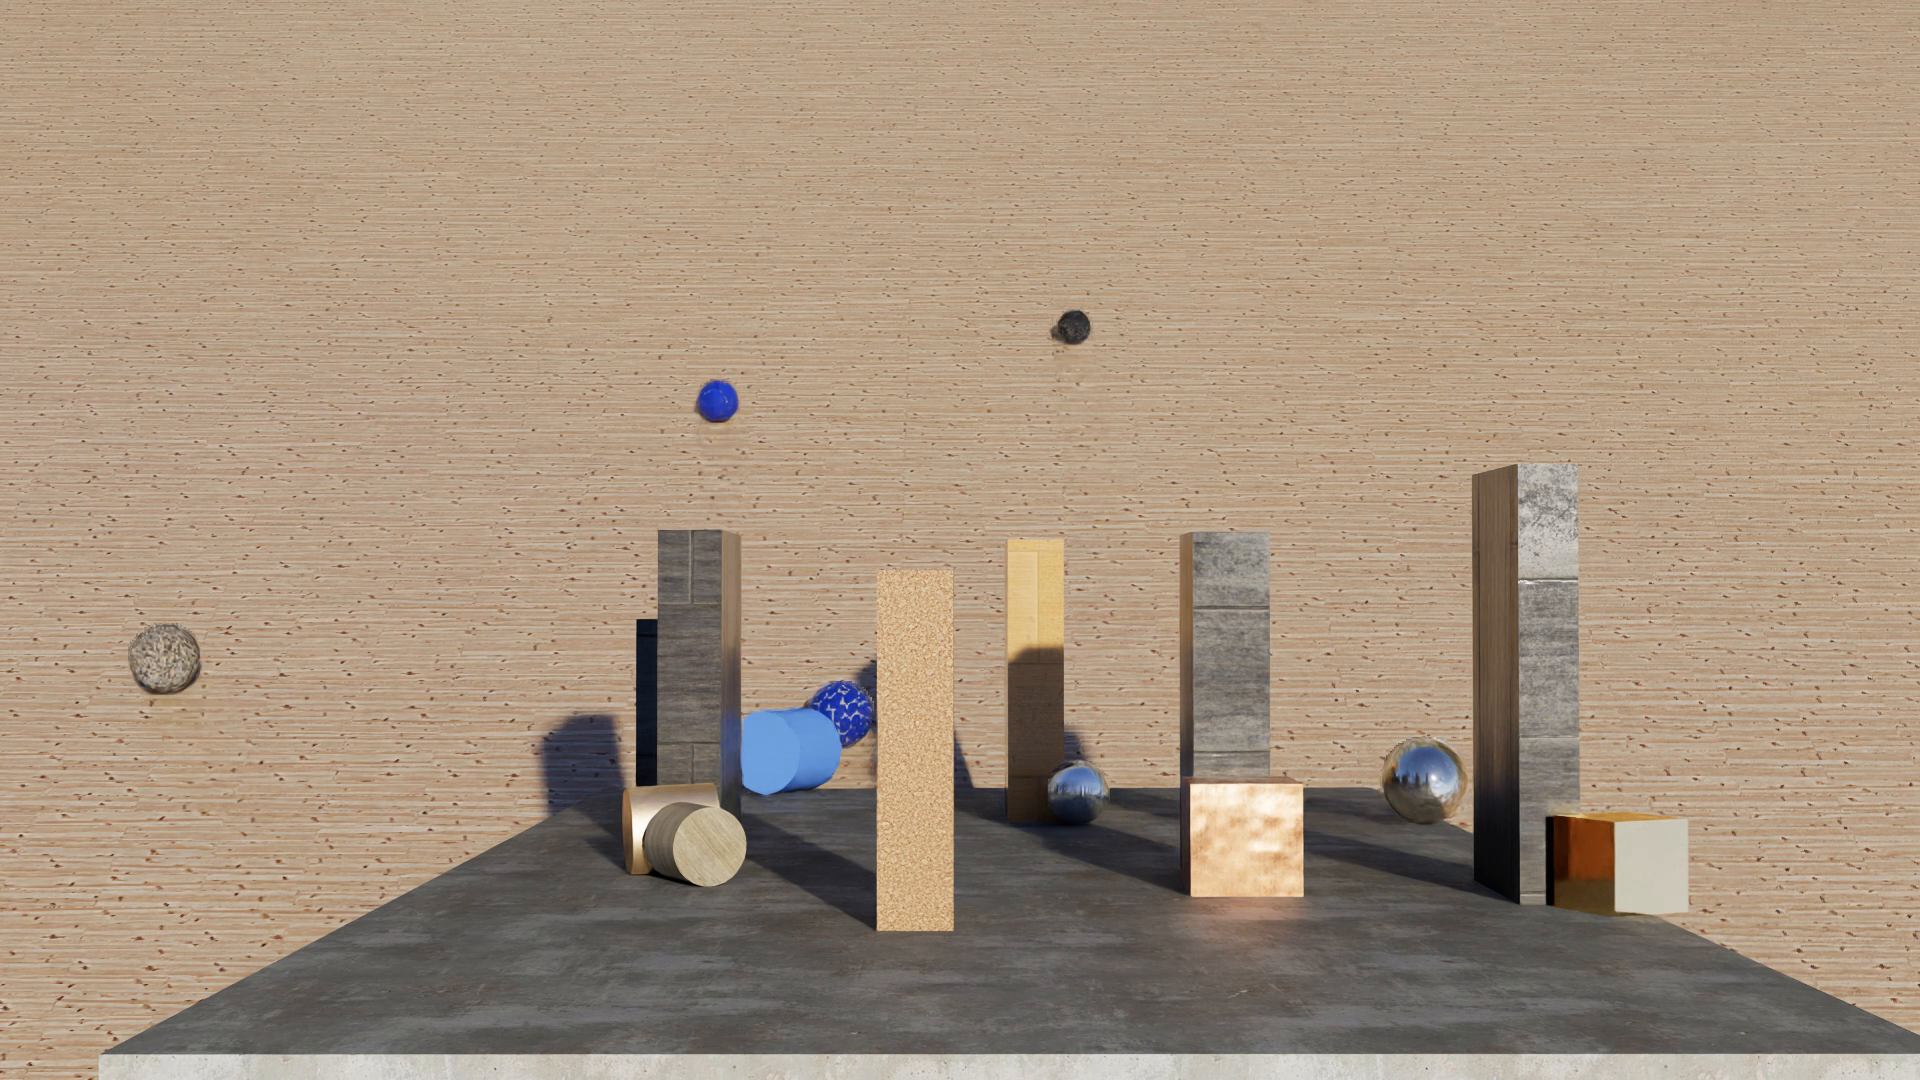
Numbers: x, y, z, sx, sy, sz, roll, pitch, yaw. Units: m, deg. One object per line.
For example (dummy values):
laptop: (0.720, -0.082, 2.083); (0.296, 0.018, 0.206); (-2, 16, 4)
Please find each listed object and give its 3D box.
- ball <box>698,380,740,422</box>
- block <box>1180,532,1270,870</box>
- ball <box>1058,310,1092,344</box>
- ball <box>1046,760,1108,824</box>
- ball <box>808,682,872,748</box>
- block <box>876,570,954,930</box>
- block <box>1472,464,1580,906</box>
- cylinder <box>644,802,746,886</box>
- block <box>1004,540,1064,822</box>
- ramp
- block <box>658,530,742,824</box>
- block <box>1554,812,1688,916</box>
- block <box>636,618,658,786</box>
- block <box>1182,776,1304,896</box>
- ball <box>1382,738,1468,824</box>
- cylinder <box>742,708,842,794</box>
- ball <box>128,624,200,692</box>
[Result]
ball: (-0.787, -0.453, 8.456); (0.134, 0.134, 0.134); (0, 34, 0)
block: (0.468, 0.292, 4.605); (0.132, 0.607, 0.275); (0, -1, 0)
ball: (0.392, -0.729, 8.886); (0.115, 0.115, 0.115); (0, 34, 0)
ball: (0.255, 0.552, 5.672); (0.139, 0.139, 0.139); (0, 34, 0)
ball: (-0.325, 0.474, 7.032); (0.179, 0.179, 0.179); (0, 34, 0)
block: (-0.066, 0.314, 3.977); (0.113, 0.533, 0.276); (0, -1, 0)
block: (0.945, 0.235, 4.351); (0.097, 0.708, 0.374); (0, -1, 0)
cylinder: (-0.458, 0.525, 4.492); (0.135, 0.135, 0.135); (-20, 8, -27)
block: (0.168, 0.316, 5.964); (0.124, 0.624, 0.443); (0, -1, 0)
ramp: (0.075, 0.650, 4.785); (2.000, 0.100, 4.000); (0, -1, 0)
block: (-0.495, 0.295, 4.959); (0.117, 0.618, 0.433); (0, -1, 0)
block: (1.043, 0.510, 4.099); (0.146, 0.146, 0.146); (1, -2, -26)
block: (-0.624, 0.393, 5.547); (0.104, 0.450, 0.277); (0, -1, 0)
block: (0.473, 0.497, 4.370); (0.185, 0.185, 0.185); (0, -1, 0)
ball: (1.020, 0.529, 5.695); (0.186, 0.186, 0.186); (0, 34, 0)
cylinder: (-0.446, 0.538, 6.633); (0.208, 0.208, 0.208); (19, 8, 26)
ball: (-2.216, 0.330, 7.234); (0.191, 0.191, 0.191); (0, 34, 0)
